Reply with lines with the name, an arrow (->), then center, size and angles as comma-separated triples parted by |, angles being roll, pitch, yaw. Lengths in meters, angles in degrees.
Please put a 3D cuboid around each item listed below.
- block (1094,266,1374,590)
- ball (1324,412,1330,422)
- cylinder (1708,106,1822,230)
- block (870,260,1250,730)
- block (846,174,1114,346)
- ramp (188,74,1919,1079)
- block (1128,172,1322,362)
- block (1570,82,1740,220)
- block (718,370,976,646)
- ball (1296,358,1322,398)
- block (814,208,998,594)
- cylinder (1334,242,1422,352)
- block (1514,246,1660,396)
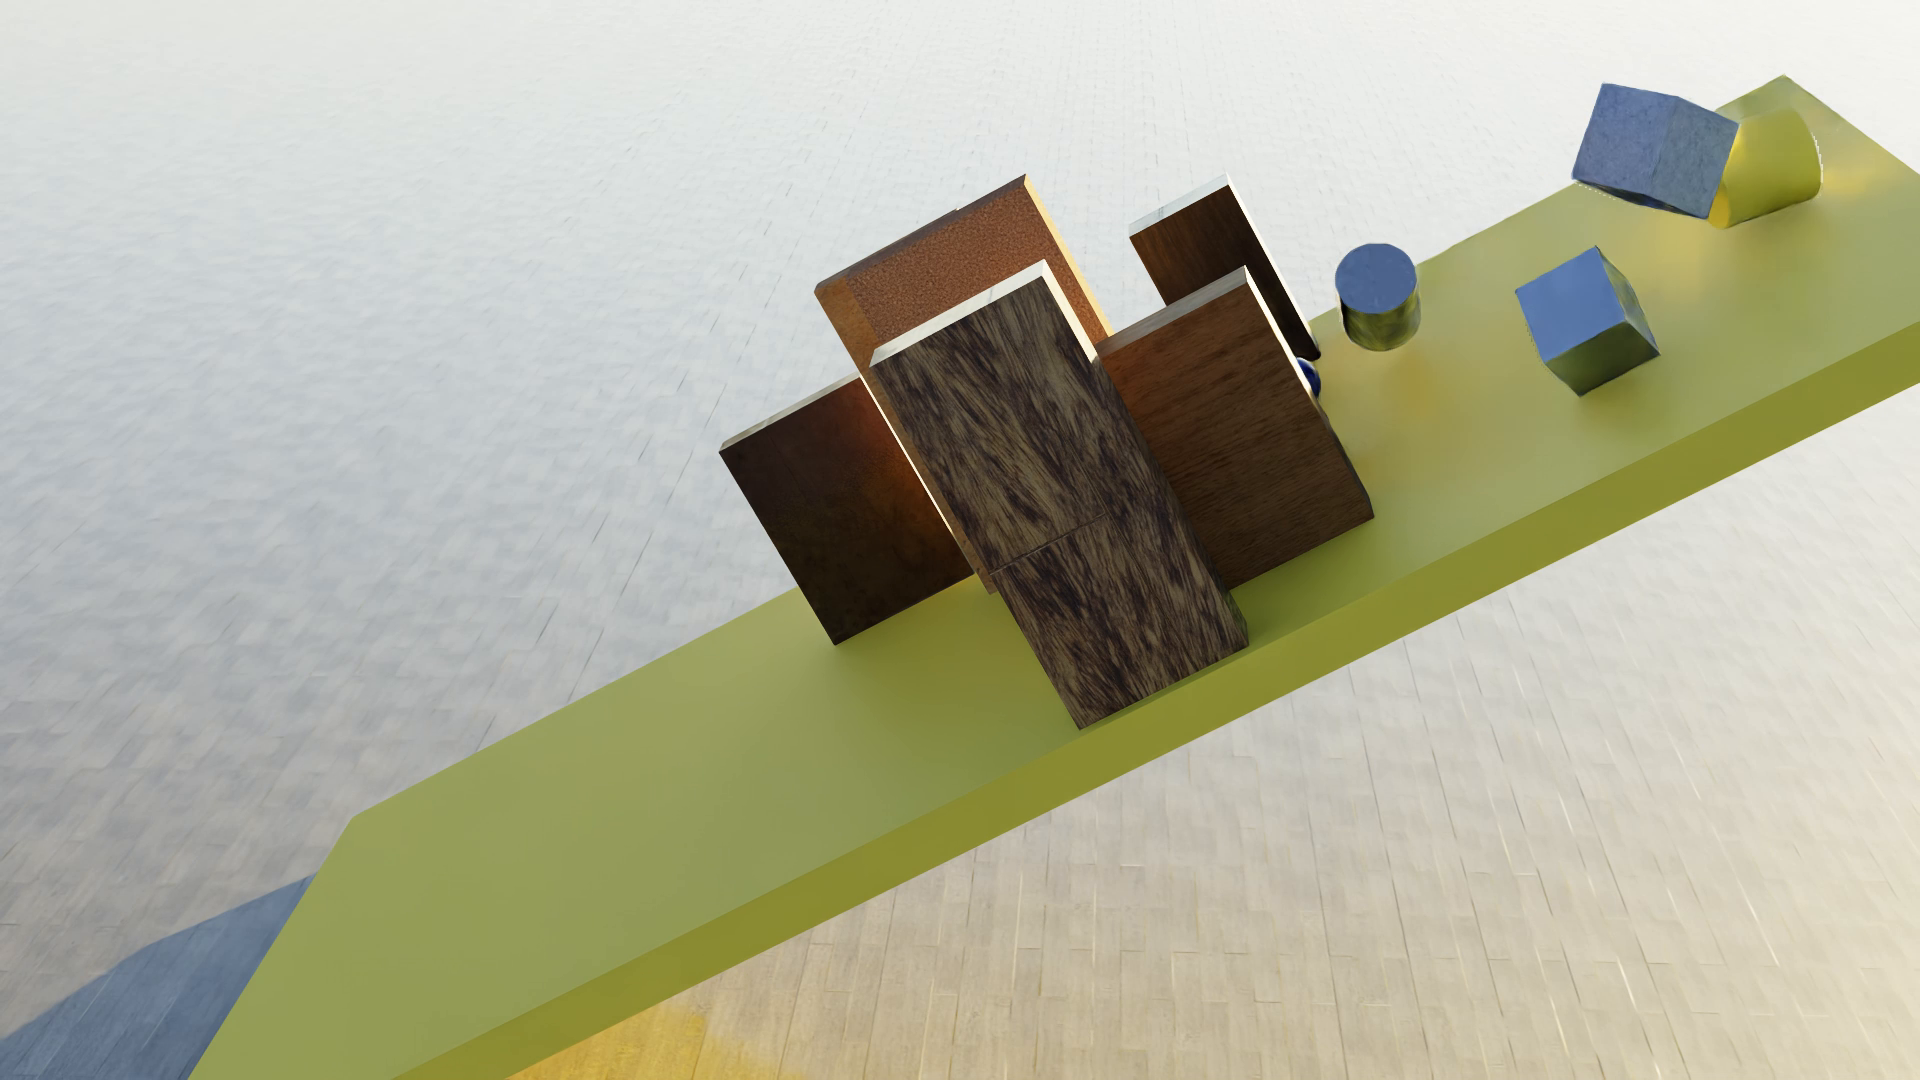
block -> 0.502, -0.199, 5.563 | 0.355, 0.515, 0.138 | -27, 14, 11
ball -> 0.659, -0.206, 5.946 | 0.187, 0.187, 0.187 | 0, 18, 0
cylinder -> 1.572, -0.738, 5.835 | 0.194, 0.194, 0.194 | -19, 20, -4
block -> 0.182, -0.076, 5.255 | 0.345, 0.770, 0.129 | -27, 14, 11
block -> 0.146, -0.296, 6.023 | 0.411, 0.799, 0.120 | -27, 14, 11
ramp -> 0.142, 0.167, 6.283 | 4.000, 0.100, 2.000 | -27, 14, 11
block -> 0.607, -0.573, 6.757 | 0.255, 0.456, 0.140 | -27, 14, 11
block -> 1.348, -0.755, 5.711 | 0.194, 0.194, 0.194 | 13, 7, -39
block -> -0.250, -0.072, 6.618 | 0.365, 0.520, 0.082 | -27, 14, 11
ball -> 0.726, -0.338, 6.403 | 0.120, 0.120, 0.120 | 0, 18, 0
block -> 0.030, -0.292, 6.309 | 0.344, 0.766, 0.085 | -27, 14, 11
cylinder -> 0.903, -0.523, 6.344 | 0.173, 0.173, 0.173 | 5, -23, 16
block -> 1.168, -0.406, 5.477 | 0.170, 0.170, 0.170 | -29, -33, 23
